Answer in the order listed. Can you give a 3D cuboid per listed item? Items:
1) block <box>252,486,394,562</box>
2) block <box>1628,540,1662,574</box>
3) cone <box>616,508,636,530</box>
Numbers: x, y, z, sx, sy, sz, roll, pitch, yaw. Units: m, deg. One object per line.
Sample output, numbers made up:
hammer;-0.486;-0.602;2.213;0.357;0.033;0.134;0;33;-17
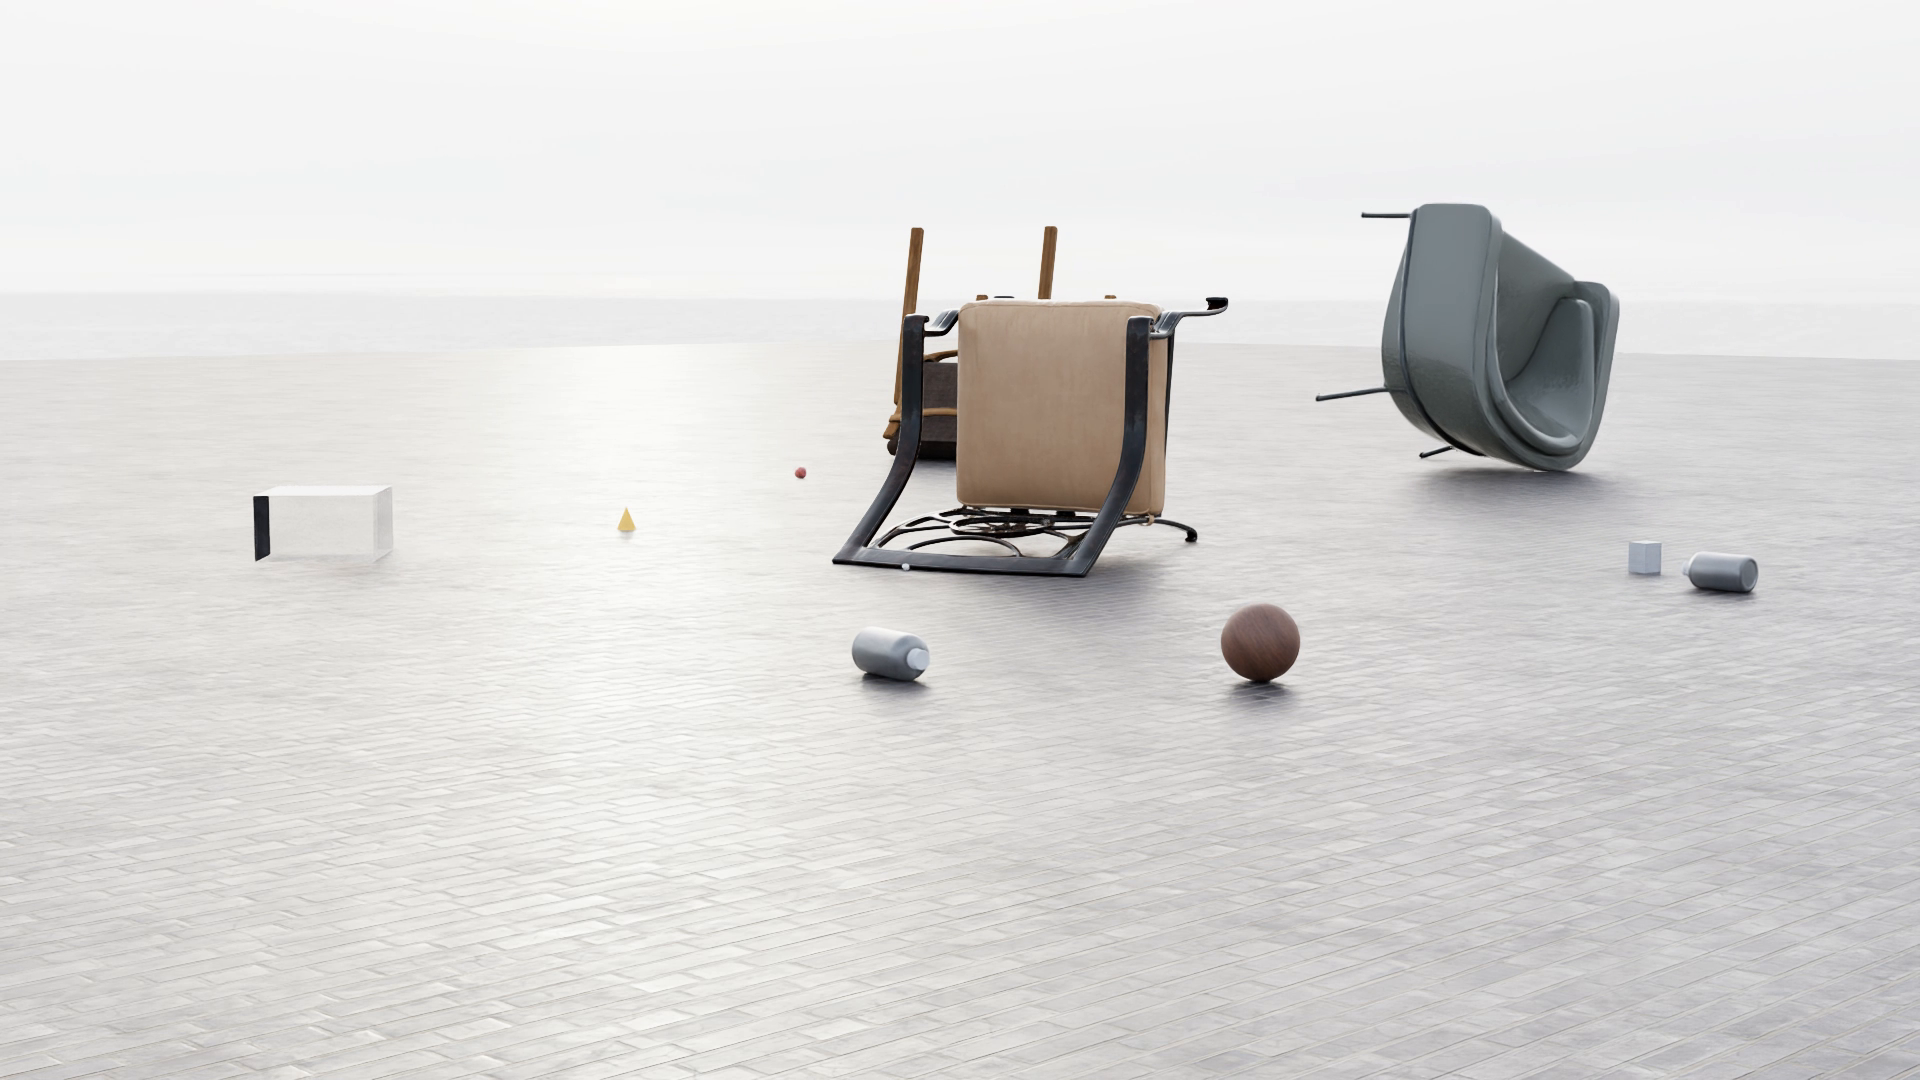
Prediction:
block;-1.496;-0.040;6.046;0.271;0.154;0.272;0;6;-3
block;1.529;0.037;5.728;0.054;0.066;0.047;-4;7;-34
cone;-0.868;-0.058;6.677;0.051;0.062;0.057;-3;7;-30
